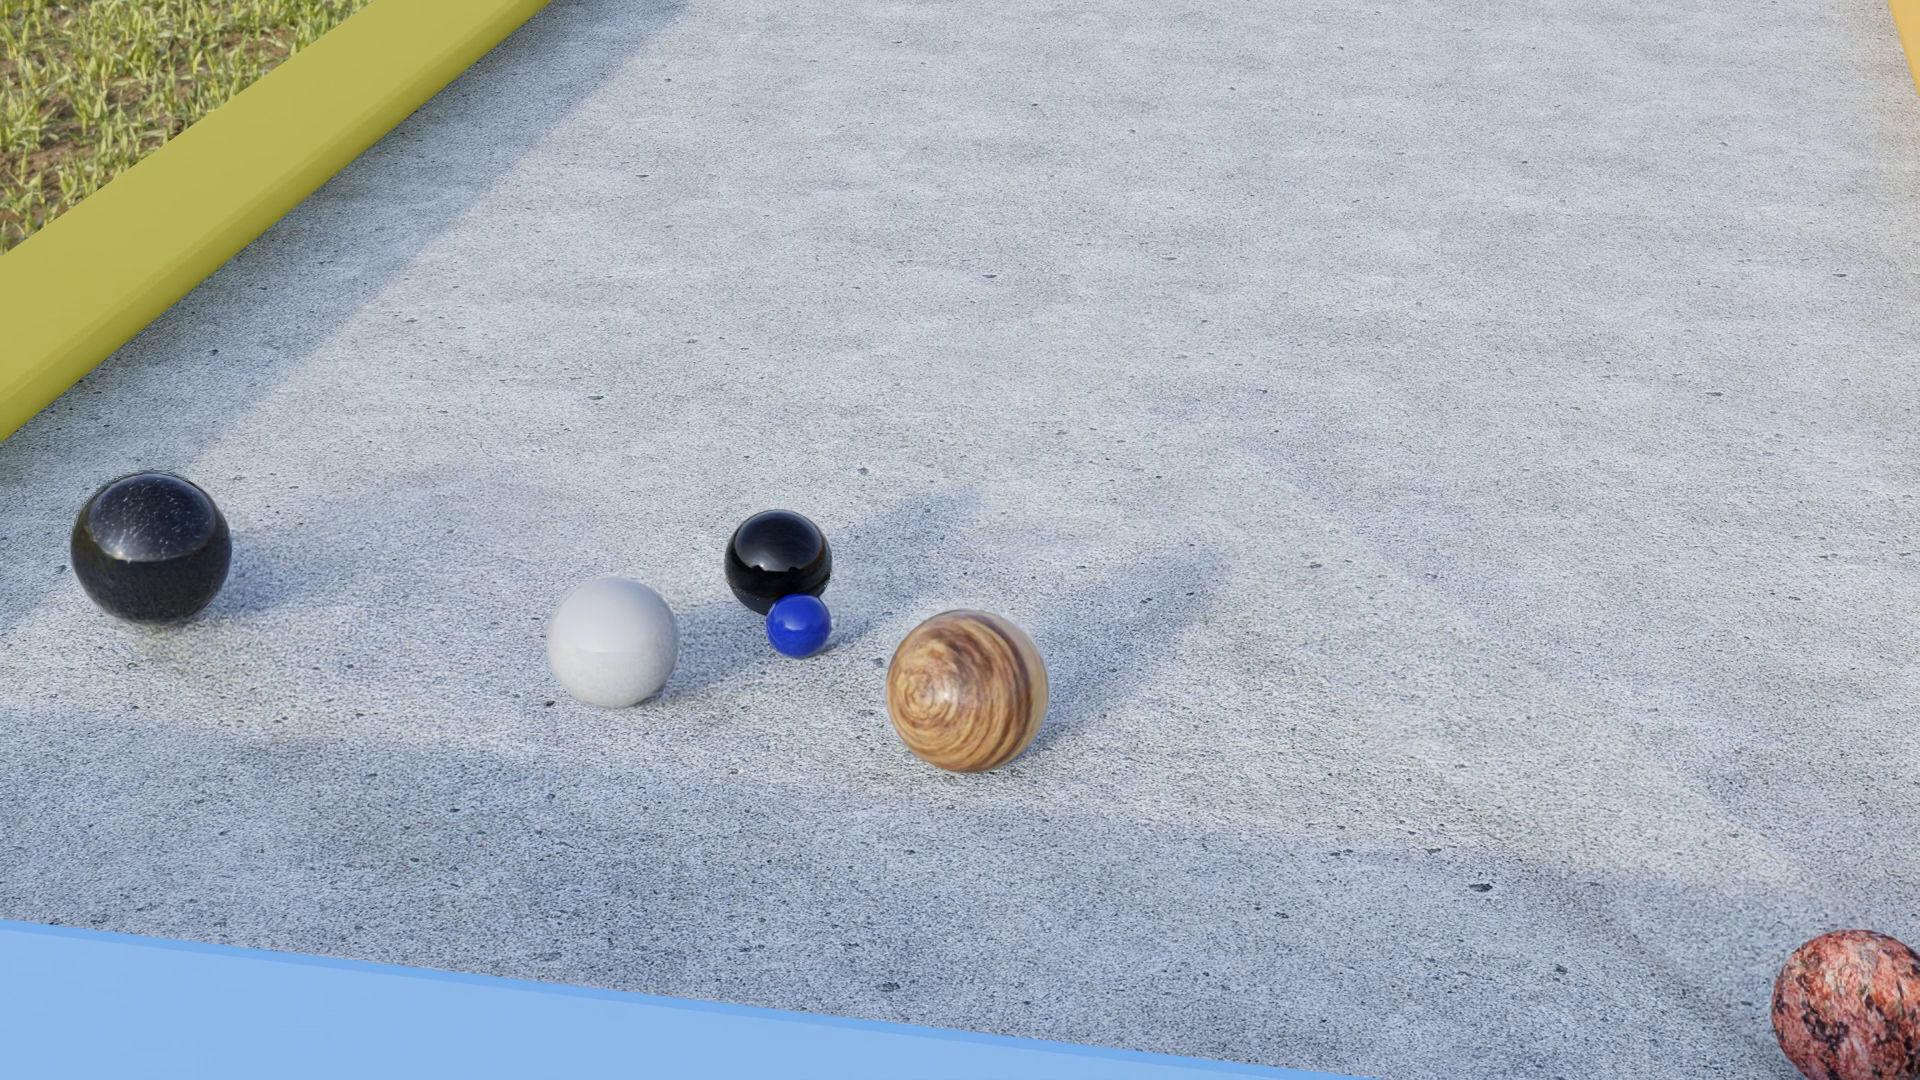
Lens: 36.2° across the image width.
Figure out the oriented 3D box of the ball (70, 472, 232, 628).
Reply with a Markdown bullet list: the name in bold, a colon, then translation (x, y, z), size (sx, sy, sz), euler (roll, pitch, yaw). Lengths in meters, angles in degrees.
- **ball**: translation (-0.510, 0.006, 1.855), size (0.098, 0.098, 0.098), euler (0, 25, 0)

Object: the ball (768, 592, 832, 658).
- **ball**: translation (-0.099, 0.053, 1.824), size (0.040, 0.040, 0.040), euler (0, 25, 0)

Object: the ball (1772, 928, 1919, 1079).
- **ball**: translation (0.430, 0.226, 1.411), size (0.079, 0.079, 0.079), euler (0, 25, 0)

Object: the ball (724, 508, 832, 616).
- **ball**: translation (-0.116, 0.015, 1.871), size (0.069, 0.069, 0.069), euler (0, 25, 0)

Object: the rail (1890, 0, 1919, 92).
- **rail**: translation (0.826, -0.246, 2.352), size (0.045, 0.128, 2.679), euler (5, 26, 10)

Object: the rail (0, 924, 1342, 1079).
- **rail**: translation (-0.127, 0.246, 1.311), size (1.464, 0.128, 0.045), euler (5, 26, 10)

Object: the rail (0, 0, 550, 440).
- **rail**: translation (-0.563, -0.365, 2.604), size (0.045, 0.128, 2.679), euler (5, 26, 10)

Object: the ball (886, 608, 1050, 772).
- **ball**: translation (0.004, 0.086, 1.690), size (0.094, 0.094, 0.094), euler (0, 25, 0)

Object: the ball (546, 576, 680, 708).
- **ball**: translation (-0.207, 0.061, 1.761), size (0.079, 0.079, 0.079), euler (0, 25, 0)
